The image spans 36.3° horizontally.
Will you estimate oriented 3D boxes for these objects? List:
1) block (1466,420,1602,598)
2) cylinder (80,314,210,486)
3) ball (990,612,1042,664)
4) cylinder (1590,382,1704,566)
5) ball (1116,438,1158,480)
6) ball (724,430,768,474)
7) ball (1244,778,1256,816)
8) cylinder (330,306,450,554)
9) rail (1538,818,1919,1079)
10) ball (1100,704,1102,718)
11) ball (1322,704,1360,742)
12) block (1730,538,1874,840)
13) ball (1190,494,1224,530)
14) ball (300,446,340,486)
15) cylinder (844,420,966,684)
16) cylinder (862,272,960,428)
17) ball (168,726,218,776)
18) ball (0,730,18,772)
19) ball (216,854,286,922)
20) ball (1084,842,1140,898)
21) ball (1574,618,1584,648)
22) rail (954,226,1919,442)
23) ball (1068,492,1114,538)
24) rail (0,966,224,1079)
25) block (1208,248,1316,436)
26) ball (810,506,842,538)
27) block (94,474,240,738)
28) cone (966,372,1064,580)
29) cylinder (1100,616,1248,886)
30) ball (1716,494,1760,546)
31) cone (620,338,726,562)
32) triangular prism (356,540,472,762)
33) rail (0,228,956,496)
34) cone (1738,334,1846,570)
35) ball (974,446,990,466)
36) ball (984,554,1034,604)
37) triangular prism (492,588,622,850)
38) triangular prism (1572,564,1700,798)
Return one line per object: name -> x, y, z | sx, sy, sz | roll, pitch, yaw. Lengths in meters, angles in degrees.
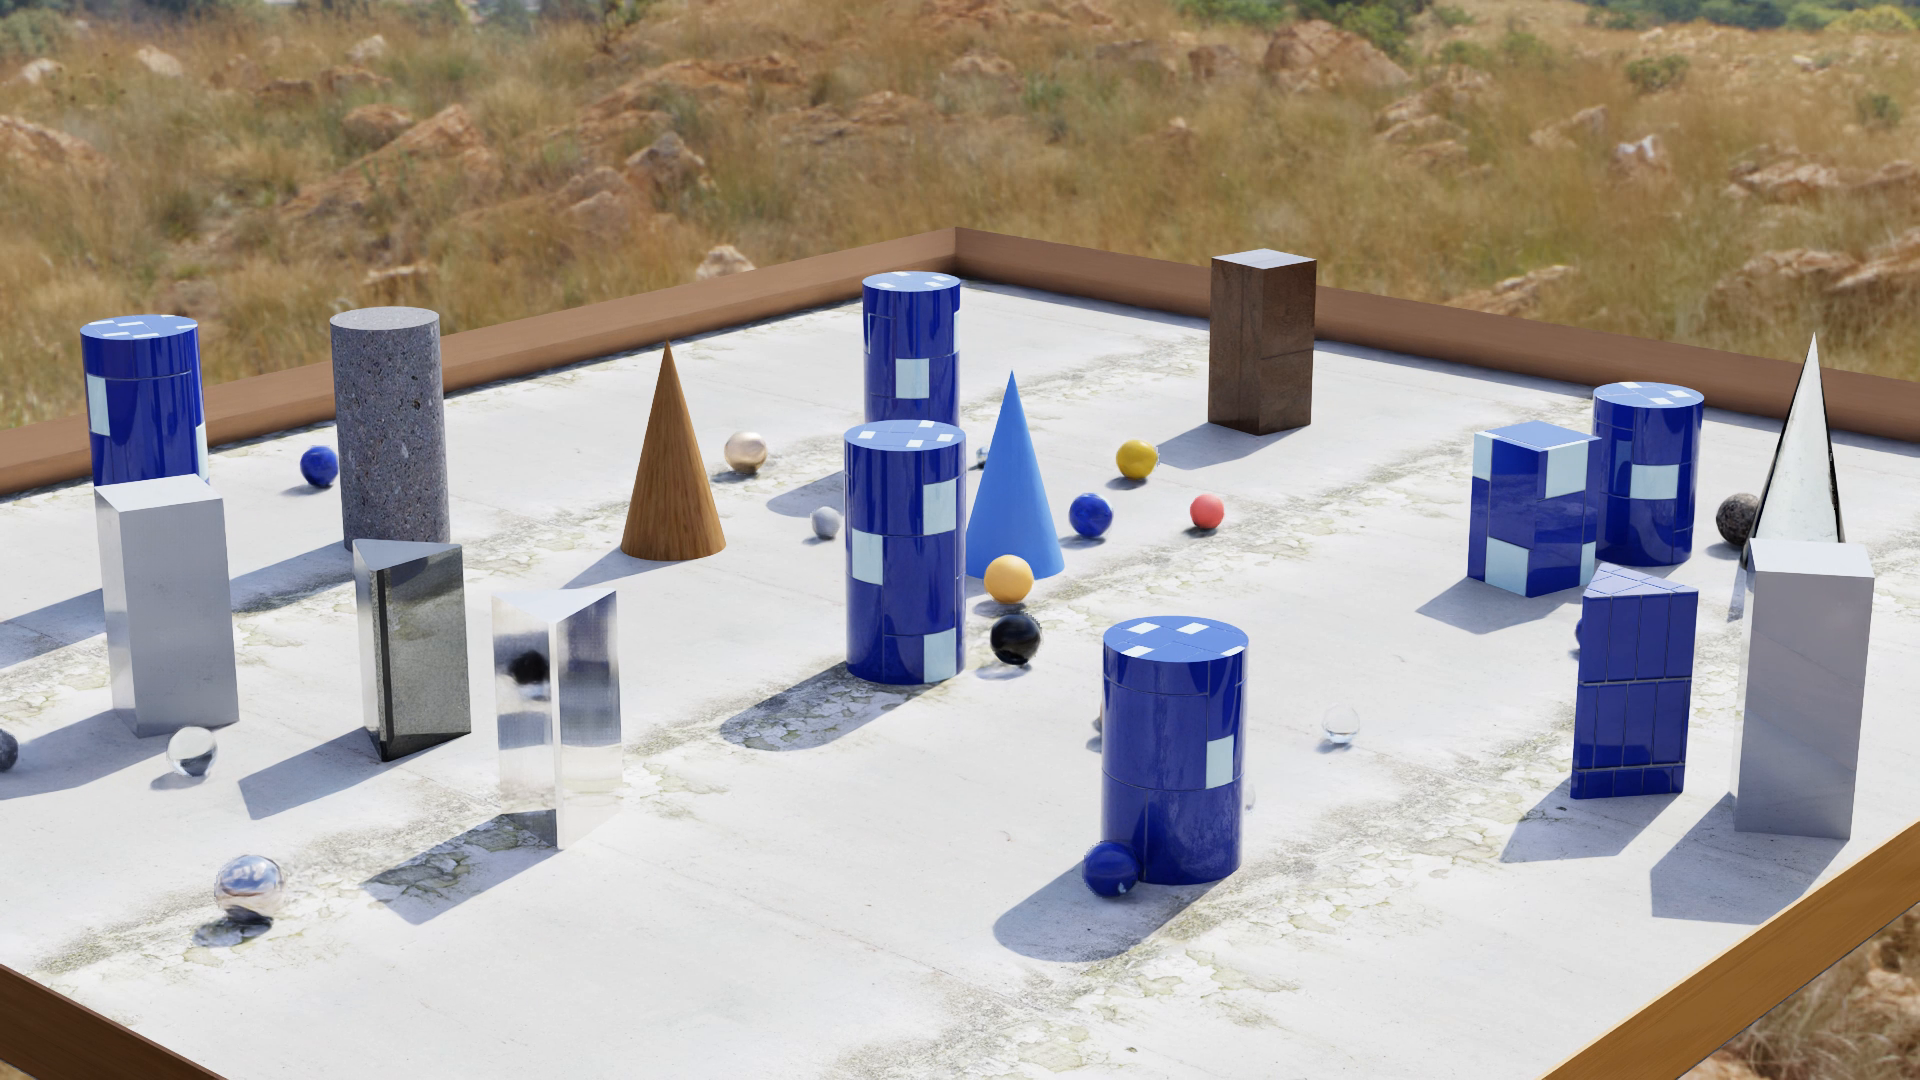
block -> 1.014, -0.056, 5.178 | 0.156, 0.264, 0.156 | -12, 20, -34
cylinder -> -1.406, -0.139, 5.090 | 0.195, 0.473, 0.195 | 0, 17, 0
ball -> 0.090, 0.161, 4.768 | 0.085, 0.085, 0.085 | 0, 17, 0
cylinder -> 1.244, -0.121, 5.338 | 0.195, 0.295, 0.195 | 0, 17, 0
ball -> 0.352, -0.161, 5.841 | 0.082, 0.082, 0.082 | 0, 17, 0
ball -> -0.430, -0.178, 5.885 | 0.088, 0.088, 0.088 | 0, 17, 0
ball -> 0.385, 0.363, 4.133 | 0.065, 0.065, 0.065 | 0, 17, 0
cylinder -> -1.043, -0.199, 5.374 | 0.195, 0.424, 0.195 | 0, 17, 0
rail -> 1.362, 0.373, 3.988 | 0.045, 0.127, 4.167 | 14, 22, 39
ball -> 0.254, 0.258, 4.450 | 0.082, 0.082, 0.082 | 0, 17, 0
ball -> 0.576, 0.278, 4.428 | 0.058, 0.058, 0.058 | 0, 17, 0
block -> 1.174, 0.207, 4.102 | 0.156, 0.382, 0.156 | 3, 17, 11
ball -> 0.465, -0.053, 5.511 | 0.066, 0.066, 0.066 | 0, 17, 0
ball -> -1.265, -0.146, 5.796 | 0.079, 0.079, 0.079 | 0, 17, 0
cylinder -> -0.088, 0.018, 4.718 | 0.195, 0.387, 0.195 | 0, 17, 0
cylinder -> -0.097, -0.335, 5.901 | 0.195, 0.379, 0.195 | 0, 17, 0
ball -> -1.124, 0.309, 4.299 | 0.072, 0.072, 0.072 | 0, 17, 0
ball -> -1.418, 0.309, 4.312 | 0.064, 0.064, 0.064 | 0, 17, 0
ball -> -0.918, 0.451, 3.798 | 0.089, 0.089, 0.089 | 0, 17, 0
ball -> 0.200, 0.436, 3.878 | 0.073, 0.073, 0.073 | 0, 17, 0
ball -> 1.044, 0.153, 4.835 | 0.061, 0.061, 0.061 | 0, 17, 0
rail -> 1.351, -0.417, 6.609 | 3.655, 0.127, 0.045 | 14, 22, 39
ball -> 0.244, -0.047, 5.456 | 0.085, 0.085, 0.085 | 0, 17, 0
rail -> -1.351, 0.481, 3.631 | 3.655, 0.127, 0.045 | 14, 22, 39
block -> 0.640, -0.421, 6.225 | 0.156, 0.358, 0.156 | -13, 21, -37
ball -> -0.249, -0.033, 5.458 | 0.057, 0.057, 0.057 | 0, 17, 0
block -> -1.216, 0.100, 4.497 | 0.156, 0.359, 0.156 | -9, 19, -28
cone -> 0.092, -0.130, 5.244 | 0.195, 0.366, 0.195 | 0, 17, 0
cylinder -> 0.289, 0.282, 3.965 | 0.195, 0.316, 0.195 | 0, 17, 0
ball -> 1.444, -0.038, 5.404 | 0.098, 0.098, 0.098 | 0, 17, 0
cone -> -0.529, -0.179, 5.357 | 0.195, 0.395, 0.195 | 0, 17, 0
triangular prism -> -0.856, 0.155, 4.418 | 0.146, 0.298, 0.169 | 14, 22, 38
rail -> -1.362, -0.310, 6.252 | 0.045, 0.127, 4.167 | 14, 22, 39
cone -> 1.505, -0.160, 5.228 | 0.195, 0.434, 0.195 | 0, 17, 0
ball -> 0.051, -0.171, 5.942 | 0.041, 0.041, 0.041 | 0, 17, 0
ball -> 0.085, 0.068, 5.077 | 0.084, 0.084, 0.084 | 0, 17, 0
triangular prism -> -0.540, 0.238, 4.093 | 0.146, 0.328, 0.169 | -12, 21, -35
triangular prism -> 0.952, 0.201, 4.253 | 0.169, 0.306, 0.146 | -3, 17, -9
